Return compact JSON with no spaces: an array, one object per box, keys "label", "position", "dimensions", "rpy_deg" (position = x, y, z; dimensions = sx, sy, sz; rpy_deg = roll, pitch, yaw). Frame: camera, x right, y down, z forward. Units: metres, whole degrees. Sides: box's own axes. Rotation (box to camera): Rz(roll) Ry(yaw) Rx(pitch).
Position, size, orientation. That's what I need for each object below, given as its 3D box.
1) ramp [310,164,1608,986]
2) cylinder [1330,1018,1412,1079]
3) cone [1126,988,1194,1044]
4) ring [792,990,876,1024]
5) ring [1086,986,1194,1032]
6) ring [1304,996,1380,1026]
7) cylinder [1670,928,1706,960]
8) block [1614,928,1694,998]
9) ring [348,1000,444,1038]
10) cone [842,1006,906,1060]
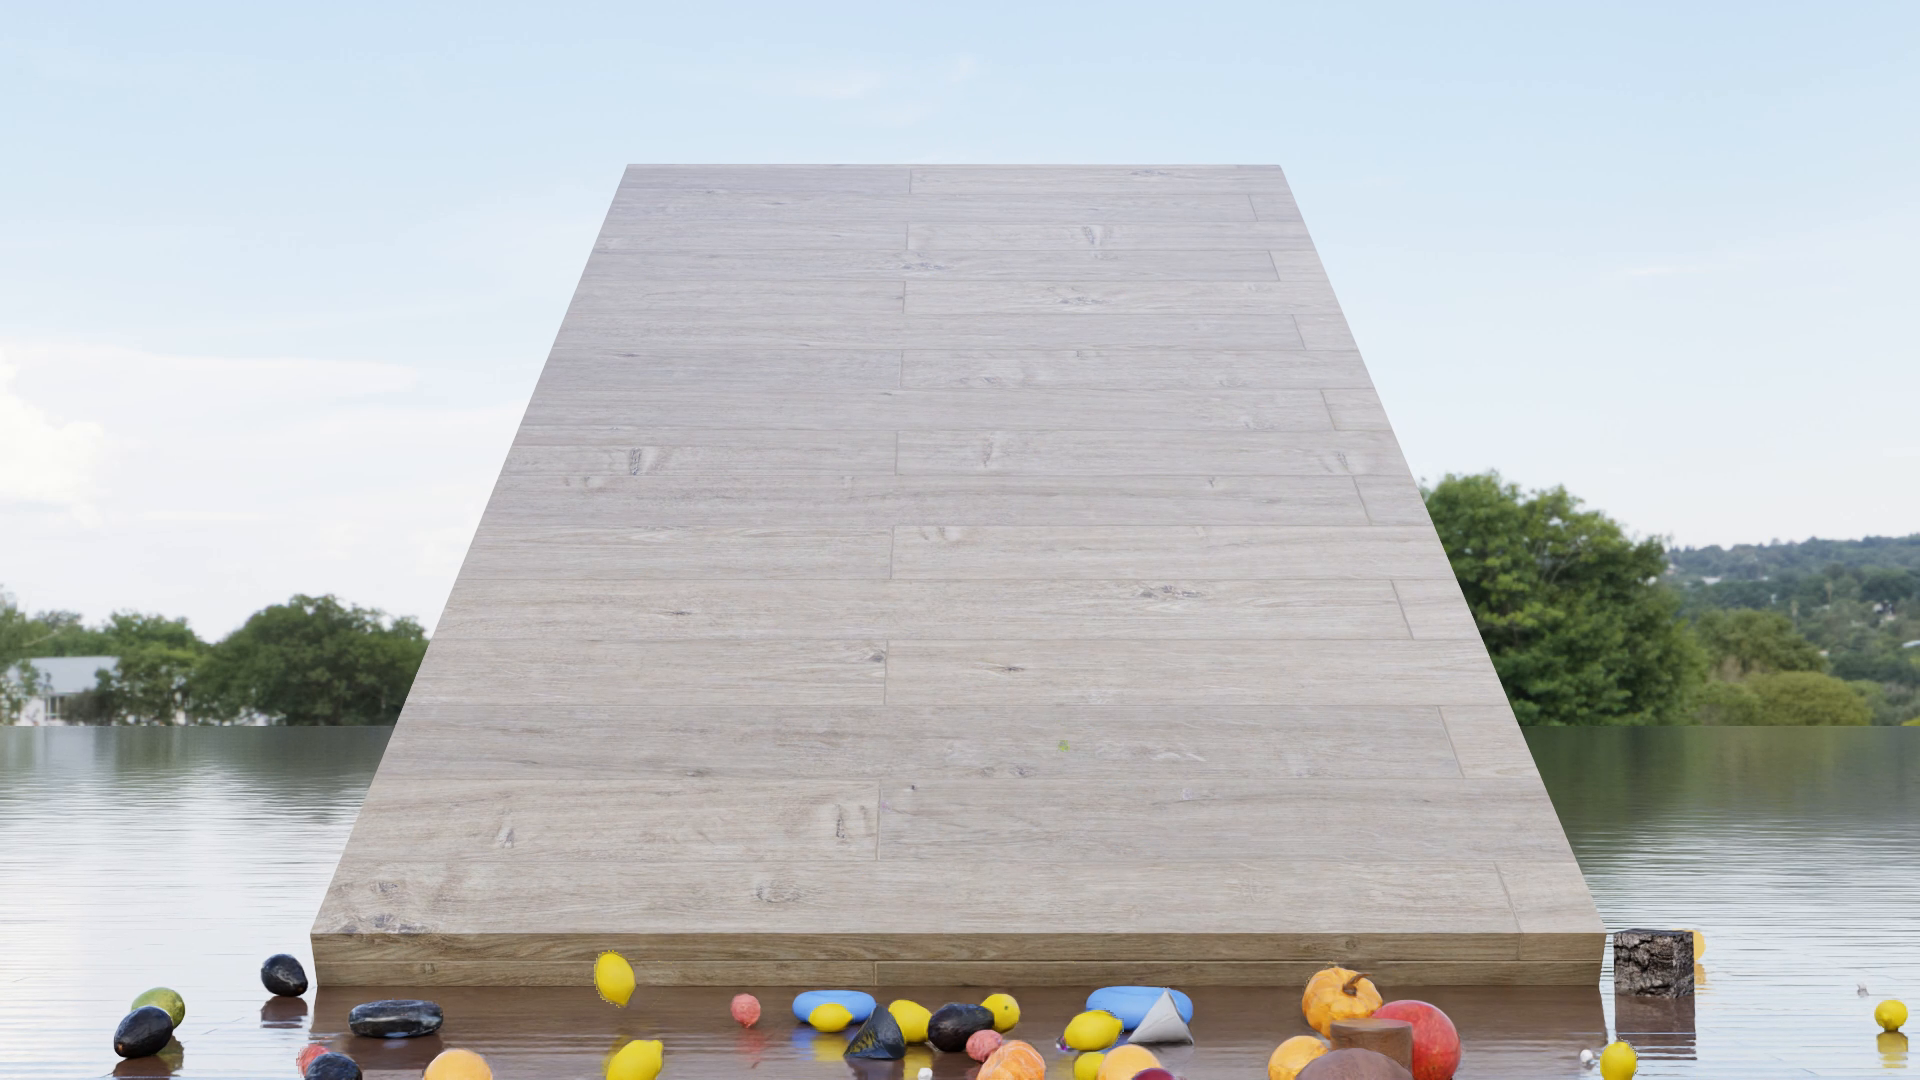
[{"label":"ramp","position":[-0.010,-0.229,5.452],"dimensions":[2.000,0.100,4.000],"rpy_deg":[0,26,0]},{"label":"cylinder","position":[0.444,0.566,2.544],"dimensions":[0.088,0.088,0.088],"rpy_deg":[0,-4,0]},{"label":"cone","position":[0.248,0.629,3.027],"dimensions":[0.078,0.078,0.078],"rpy_deg":[-27,-7,3]},{"label":"ring","position":[-0.173,0.644,3.250],"dimensions":[0.116,0.039,0.116],"rpy_deg":[1,-5,0]},{"label":"ring","position":[0.243,0.635,3.195],"dimensions":[0.145,0.048,0.145],"rpy_deg":[1,-4,0]},{"label":"ring","position":[0.520,0.644,3.220],"dimensions":[0.103,0.034,0.103],"rpy_deg":[1,-4,0]},{"label":"cylinder","position":[1.253,0.701,4.085],"dimensions":[0.052,0.052,0.052],"rpy_deg":[1,-5,-19]},{"label":"block","position":[1.055,0.643,3.585],"dimensions":[0.092,0.092,0.092],"rpy_deg":[-3,-5,36]},{"label":"ring","position":[-0.746,0.633,3.121],"dimensions":[0.123,0.041,0.123],"rpy_deg":[-1,-5,0]},{"label":"cone","position":[-0.116,0.621,2.903],"dimensions":[0.071,0.071,0.071],"rpy_deg":[-30,-14,17]}]
